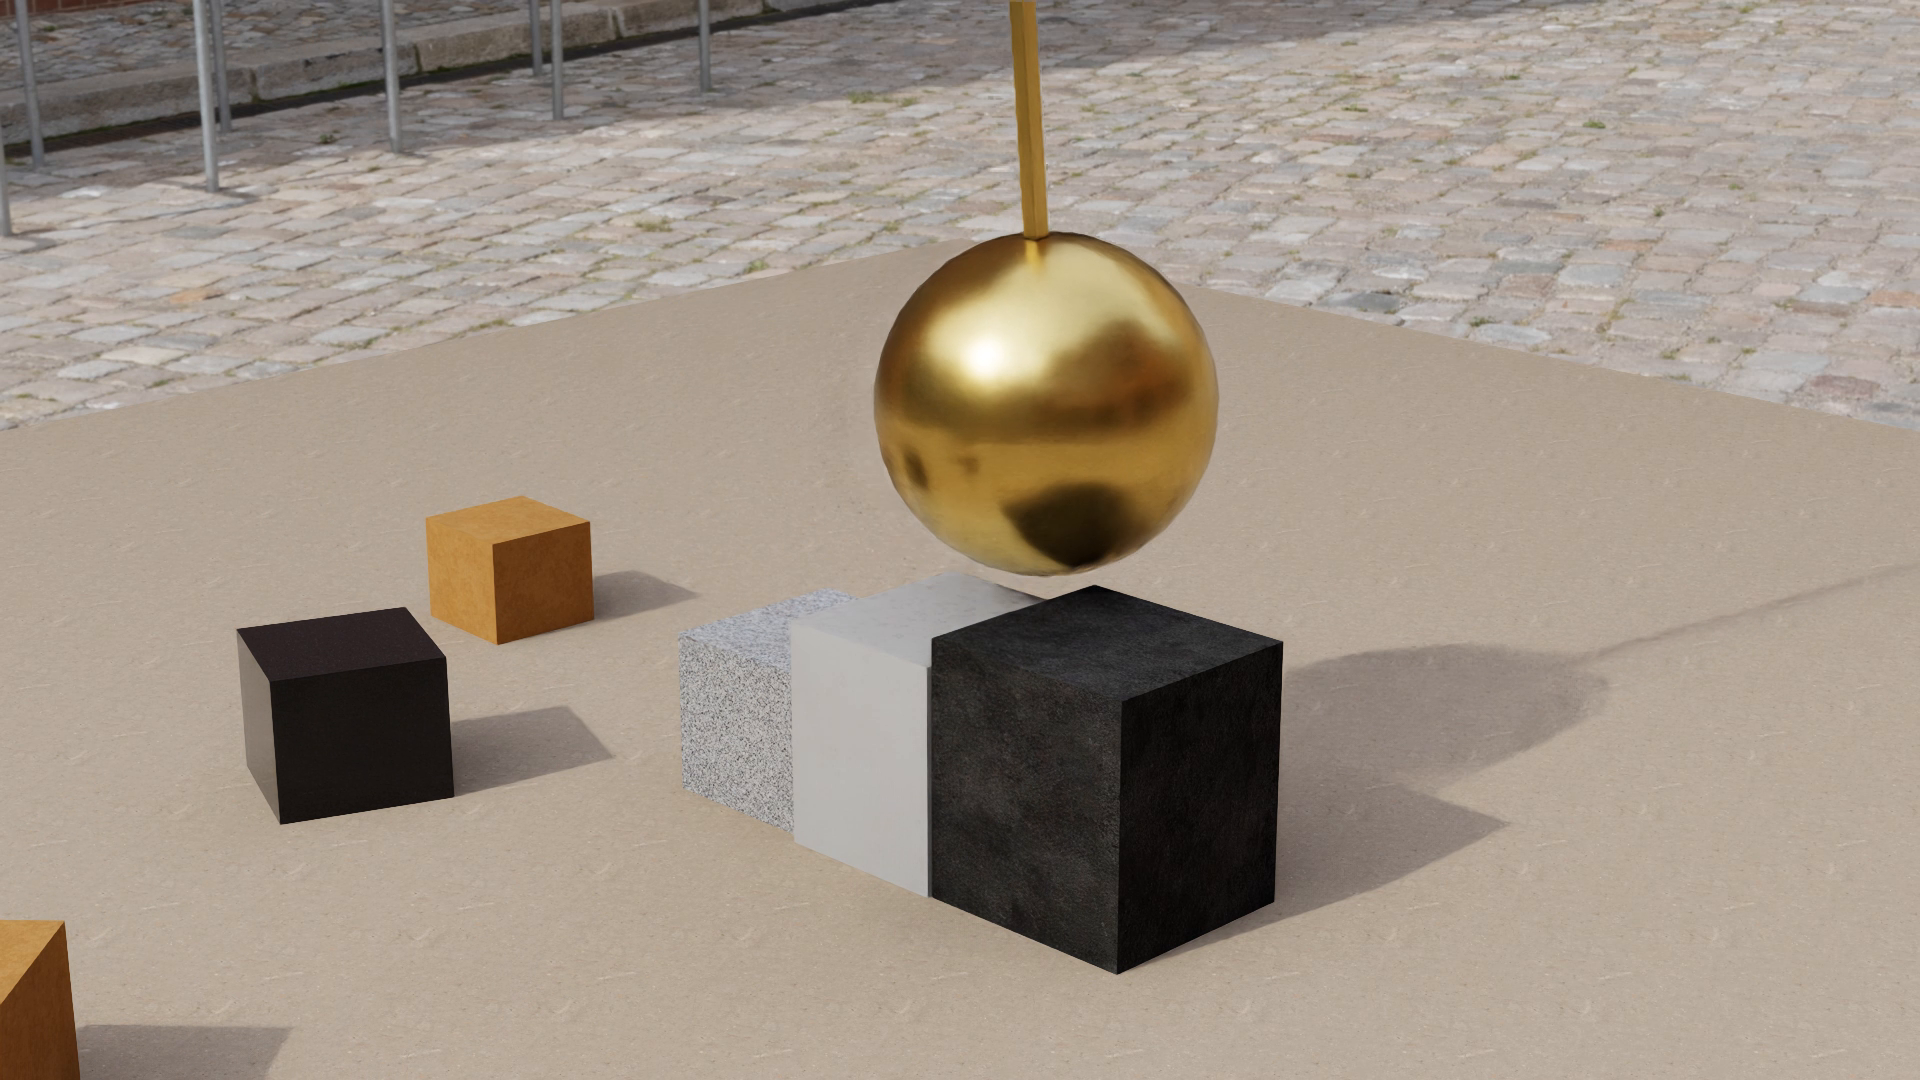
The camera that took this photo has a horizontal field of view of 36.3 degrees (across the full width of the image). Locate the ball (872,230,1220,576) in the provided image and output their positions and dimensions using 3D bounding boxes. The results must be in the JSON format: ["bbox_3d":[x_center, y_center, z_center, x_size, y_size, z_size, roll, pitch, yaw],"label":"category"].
[{"bbox_3d":[0.398,-0.629,13.561,1.600,1.600,1.600,0,17,0],"label":"ball"}]

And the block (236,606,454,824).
[{"bbox_3d":[-3.028,0.849,14.426,0.848,0.729,0.827,-8,19,-23],"label":"block"}]

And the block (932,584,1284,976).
[{"bbox_3d":[0.644,1.028,13.008,1.054,1.239,1.119,-17,24,-42],"label":"block"}]

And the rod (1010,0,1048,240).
[{"bbox_3d":[0.172,-3.791,12.331,0.080,5.200,0.080,17,29,42],"label":"rod"}]

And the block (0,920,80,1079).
[{"bbox_3d":[-3.880,1.925,11.022,0.842,0.718,0.807,1,17,2],"label":"block"}]

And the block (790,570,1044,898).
[{"bbox_3d":[-0.091,0.881,13.702,1.054,1.104,0.898,-17,24,-42],"label":"block"}]

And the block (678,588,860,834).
[{"bbox_3d":[-0.709,0.825,14.368,0.982,0.811,0.879,-17,24,-42],"label":"block"}]

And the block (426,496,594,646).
[{"bbox_3d":[-2.583,0.165,16.830,0.660,0.594,0.688,-15,23,-40],"label":"block"}]
